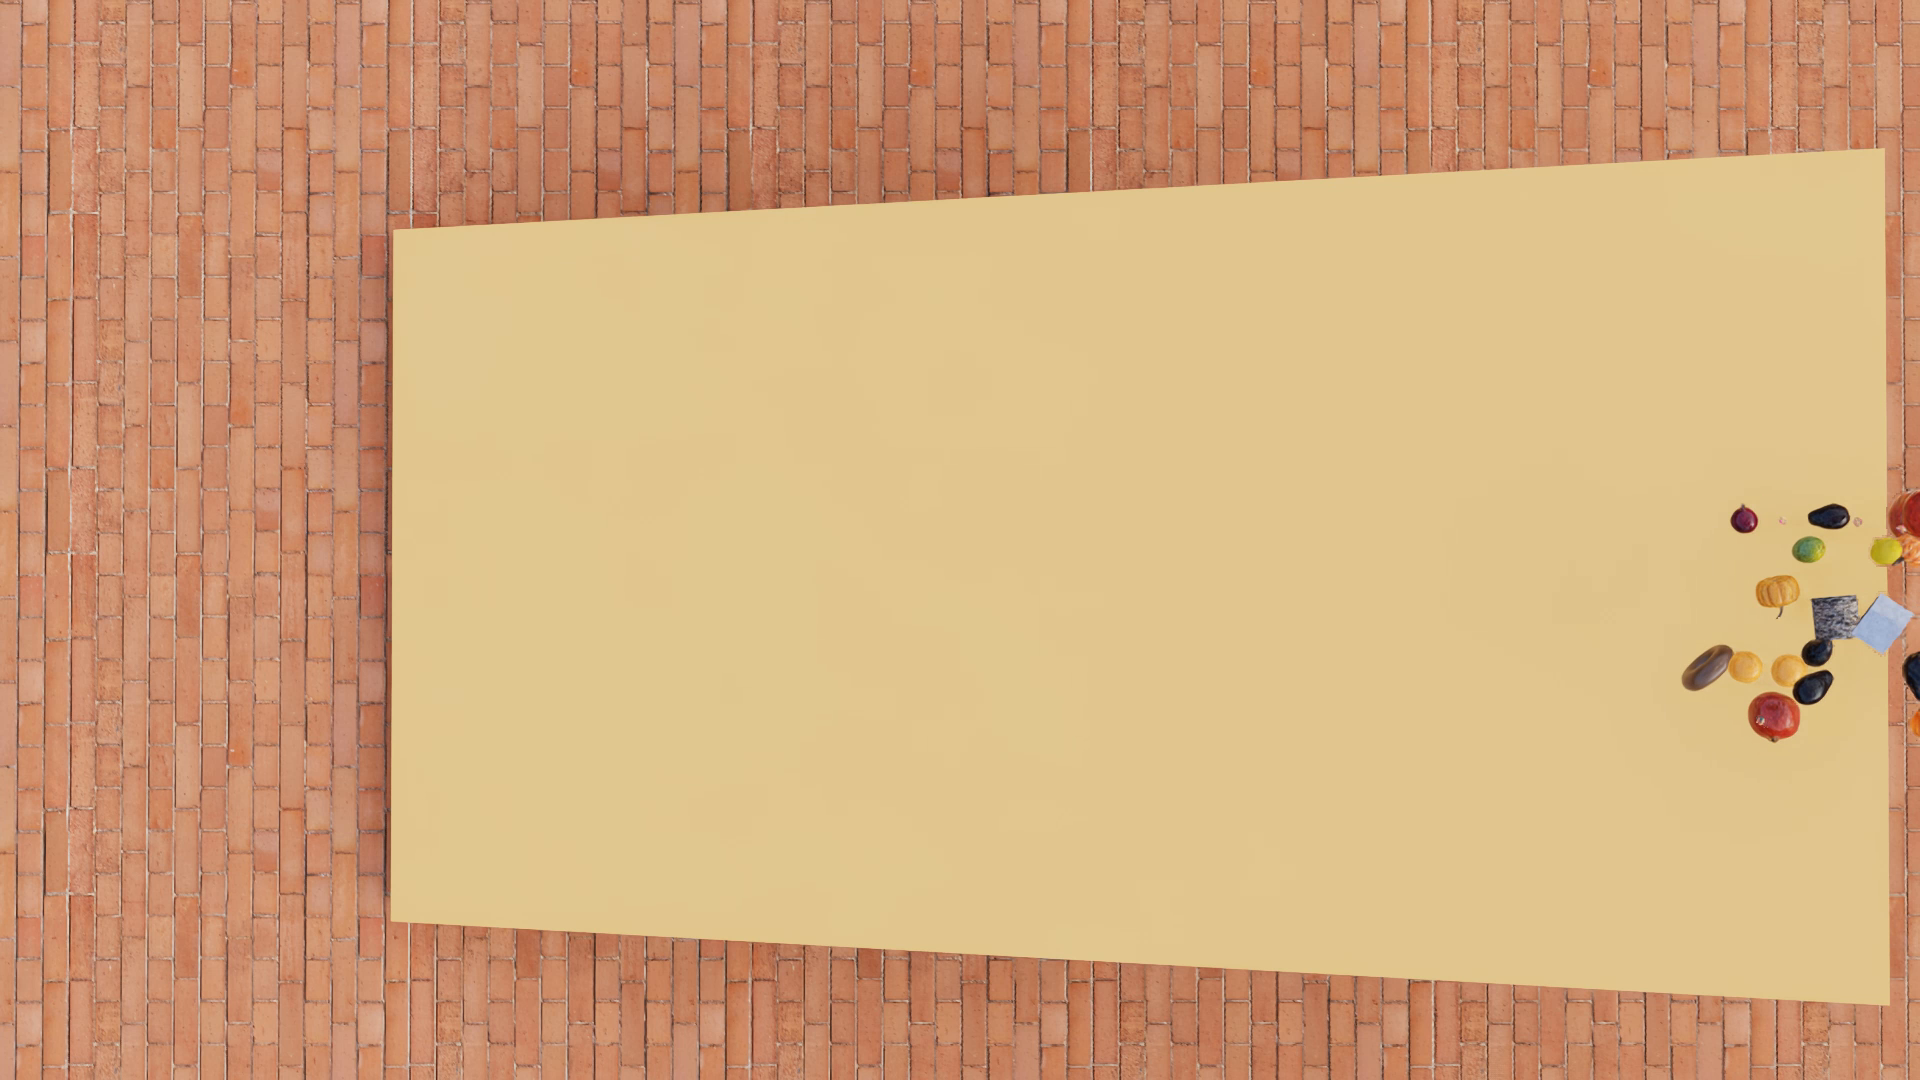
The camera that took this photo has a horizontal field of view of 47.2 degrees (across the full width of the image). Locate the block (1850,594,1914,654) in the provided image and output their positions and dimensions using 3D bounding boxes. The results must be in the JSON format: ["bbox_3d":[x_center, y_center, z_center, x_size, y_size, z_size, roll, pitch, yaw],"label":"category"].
[{"bbox_3d":[1.943,0.176,4.632,0.077,0.077,0.077,37,132,17],"label":"block"}]

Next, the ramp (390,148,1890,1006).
[{"bbox_3d":[0.276,0.093,5.793,4.000,0.100,2.000,0,89,18],"label":"ramp"}]

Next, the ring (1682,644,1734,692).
[{"bbox_3d":[1.702,0.291,5.005,0.137,0.137,0.046,-42,87,-1],"label":"ring"}]

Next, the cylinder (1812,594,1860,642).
[{"bbox_3d":[1.923,0.171,4.826,0.094,0.094,0.094,-5,87,0],"label":"cylinder"}]
